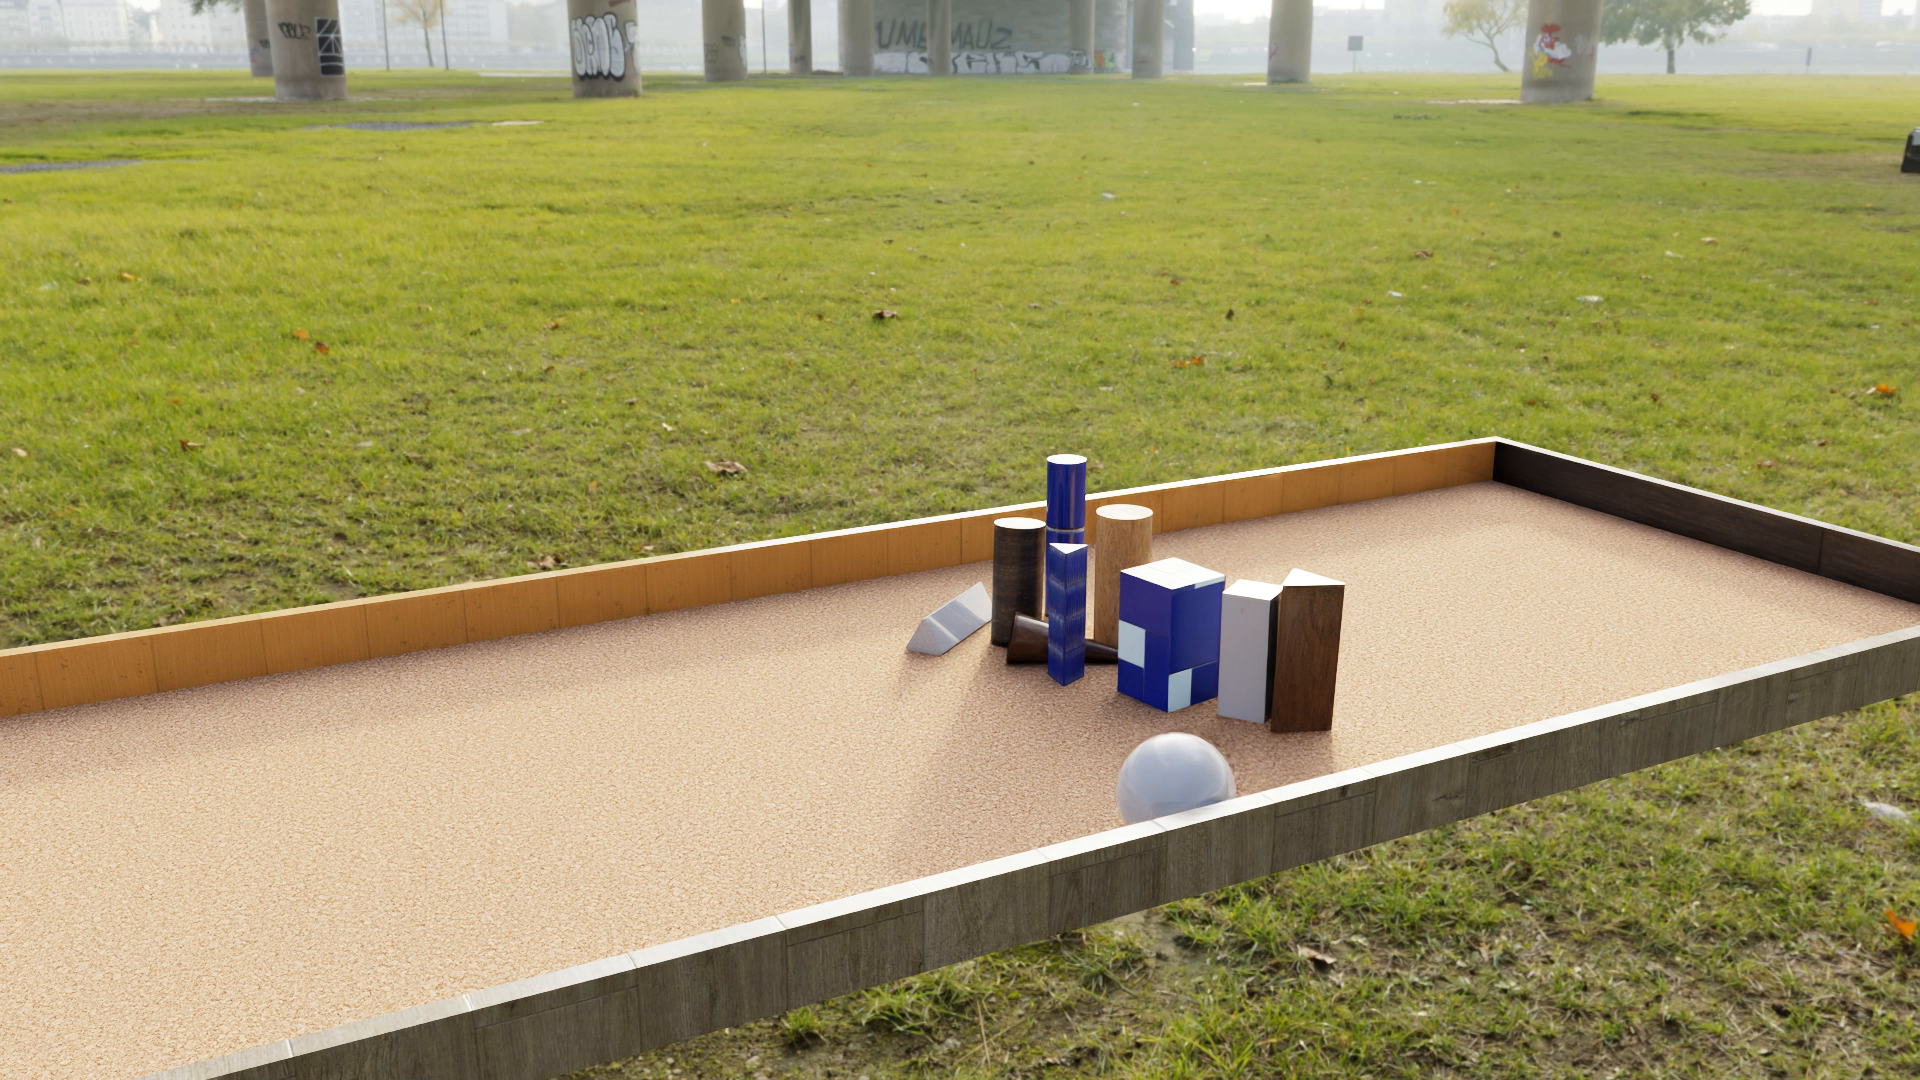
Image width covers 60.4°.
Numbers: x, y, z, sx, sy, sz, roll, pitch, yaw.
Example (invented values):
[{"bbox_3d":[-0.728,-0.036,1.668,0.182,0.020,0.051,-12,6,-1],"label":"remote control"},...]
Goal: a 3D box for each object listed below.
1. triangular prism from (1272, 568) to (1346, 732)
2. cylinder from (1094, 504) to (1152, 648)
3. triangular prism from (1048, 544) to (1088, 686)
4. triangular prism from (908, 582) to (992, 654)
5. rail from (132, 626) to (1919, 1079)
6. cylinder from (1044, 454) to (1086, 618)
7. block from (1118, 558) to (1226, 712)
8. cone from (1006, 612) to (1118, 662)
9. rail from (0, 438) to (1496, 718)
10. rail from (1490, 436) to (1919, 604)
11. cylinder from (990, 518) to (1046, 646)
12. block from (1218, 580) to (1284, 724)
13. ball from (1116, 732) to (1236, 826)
[{"bbox_3d":[0.790,0.256,3.850,0.147,0.355,0.127,-1,15,-9],"label":"triangular prism"},{"bbox_3d":[0.426,0.107,4.322,0.145,0.376,0.145,0,16,0],"label":"cylinder"},{"bbox_3d":[0.256,0.182,4.121,0.079,0.347,0.091,13,20,36],"label":"triangular prism"},{"bbox_3d":[-0.019,0.206,4.482,0.107,0.093,0.350,8,18,24],"label":"triangular prism"},{"bbox_3d":[-2.336,1.006,1.665,12.000,0.150,0.050,-9,18,-27],"label":"rail"},{"bbox_3d":[0.293,-0.006,4.581,0.108,0.448,0.108,0,16,0],"label":"cylinder"},{"bbox_3d":[0.514,0.229,4.021,0.179,0.312,0.179,-12,20,-35],"label":"block"},{"bbox_3d":[0.321,0.284,4.272,0.384,0.135,0.135,10,17,0],"label":"cone"},{"bbox_3d":[-3.305,0.497,3.399,12.000,0.150,0.050,-9,18,-27],"label":"rail"},{"bbox_3d":[2.466,-0.048,5.253,0.050,0.150,2.100,-9,18,-27],"label":"rail"},{"bbox_3d":[0.154,0.111,4.397,0.135,0.319,0.135,1,13,0],"label":"cylinder"},{"bbox_3d":[0.692,0.264,3.912,0.116,0.307,0.116,9,19,29],"label":"block"},{"bbox_3d":[0.426,0.496,3.254,0.233,0.233,0.233,0,16,0],"label":"ball"}]
